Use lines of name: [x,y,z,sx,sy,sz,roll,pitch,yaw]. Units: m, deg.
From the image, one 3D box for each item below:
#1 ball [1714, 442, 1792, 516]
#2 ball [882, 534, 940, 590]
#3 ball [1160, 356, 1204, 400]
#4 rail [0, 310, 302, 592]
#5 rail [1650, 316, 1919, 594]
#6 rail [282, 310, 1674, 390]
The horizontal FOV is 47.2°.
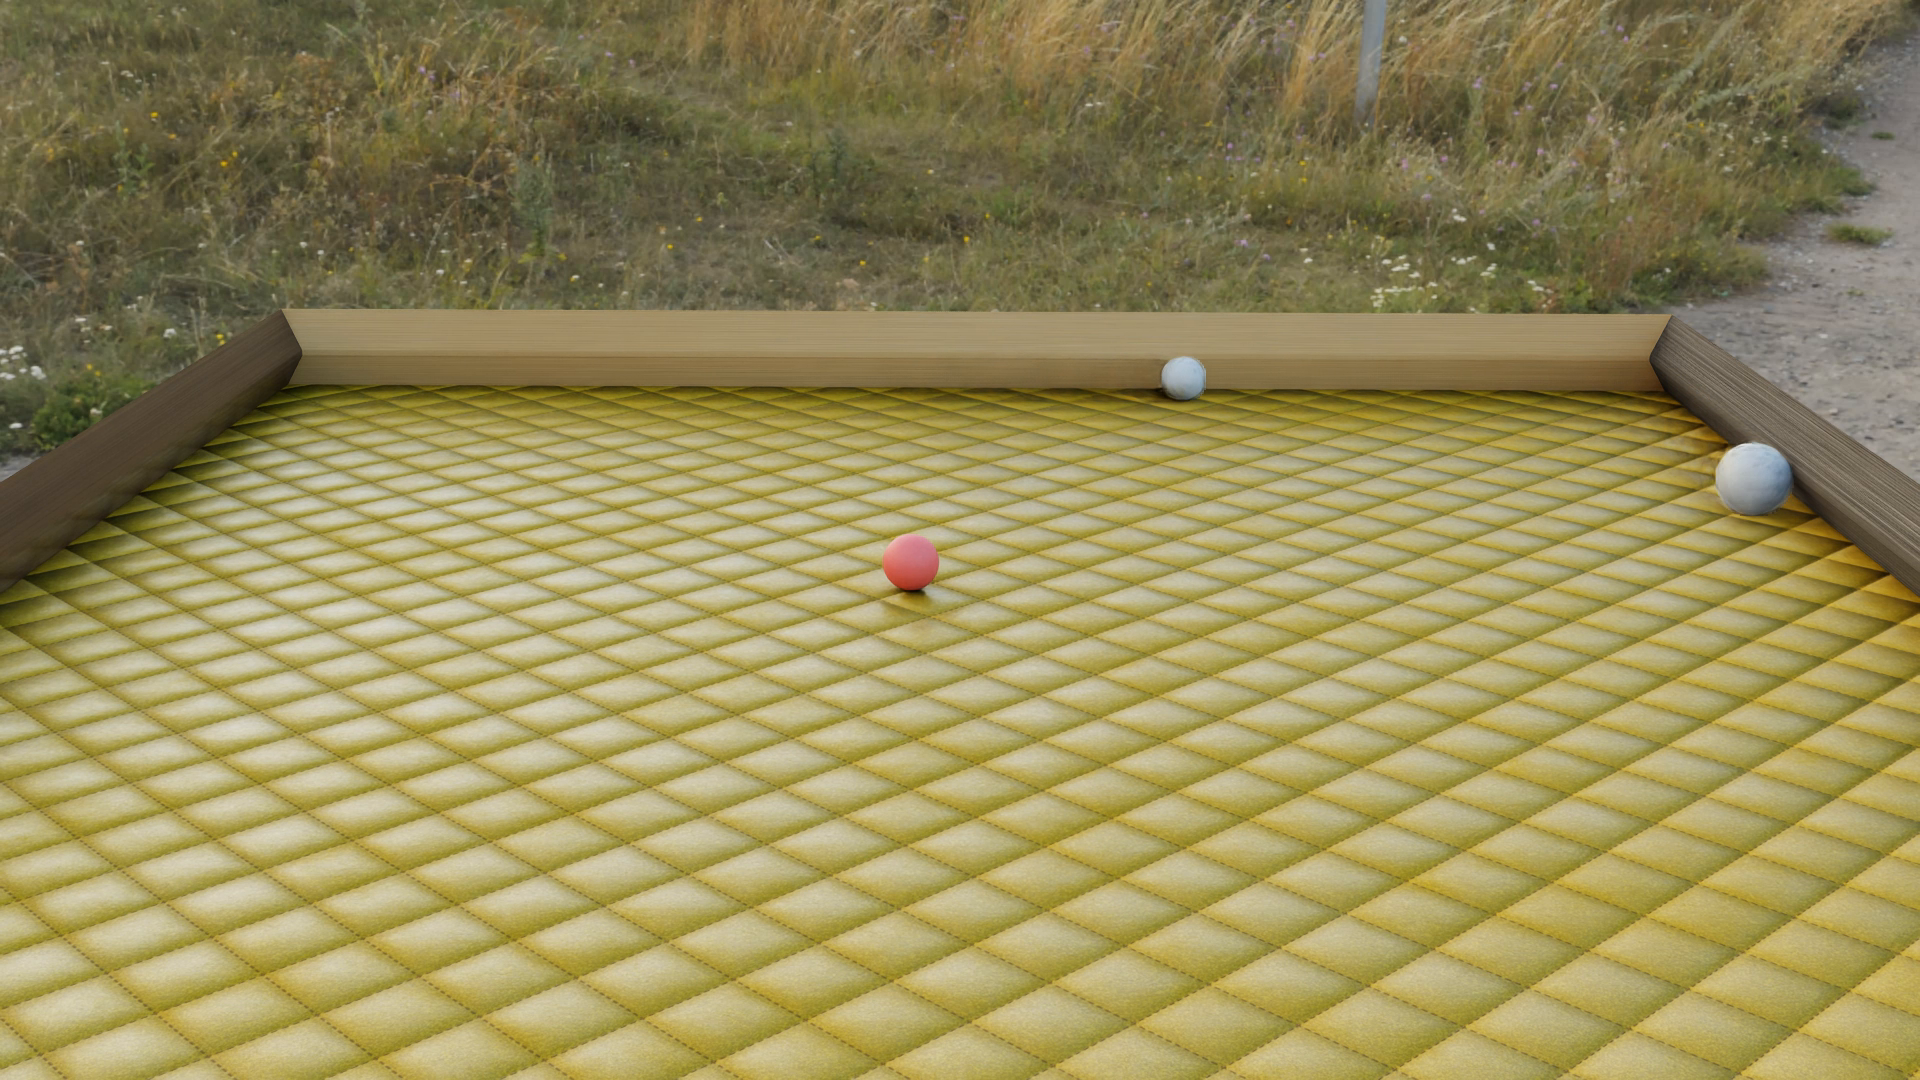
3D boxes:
ball: [1.069,-0.082,2.963,0.098,0.098,0.098,0,17,0]
ball: [-0.059,0.027,2.660,0.069,0.069,0.069,0,17,0]
ball: [0.364,-0.264,3.594,0.072,0.072,0.072,0,17,0]
rail: [-1.153,0.255,1.821,0.045,0.127,3.921,0,17,1]
rail: [1.113,0.268,1.776,0.045,0.127,3.921,0,17,1]
rail: [0.020,-0.311,3.649,2.314,0.127,0.045,0,17,1]
